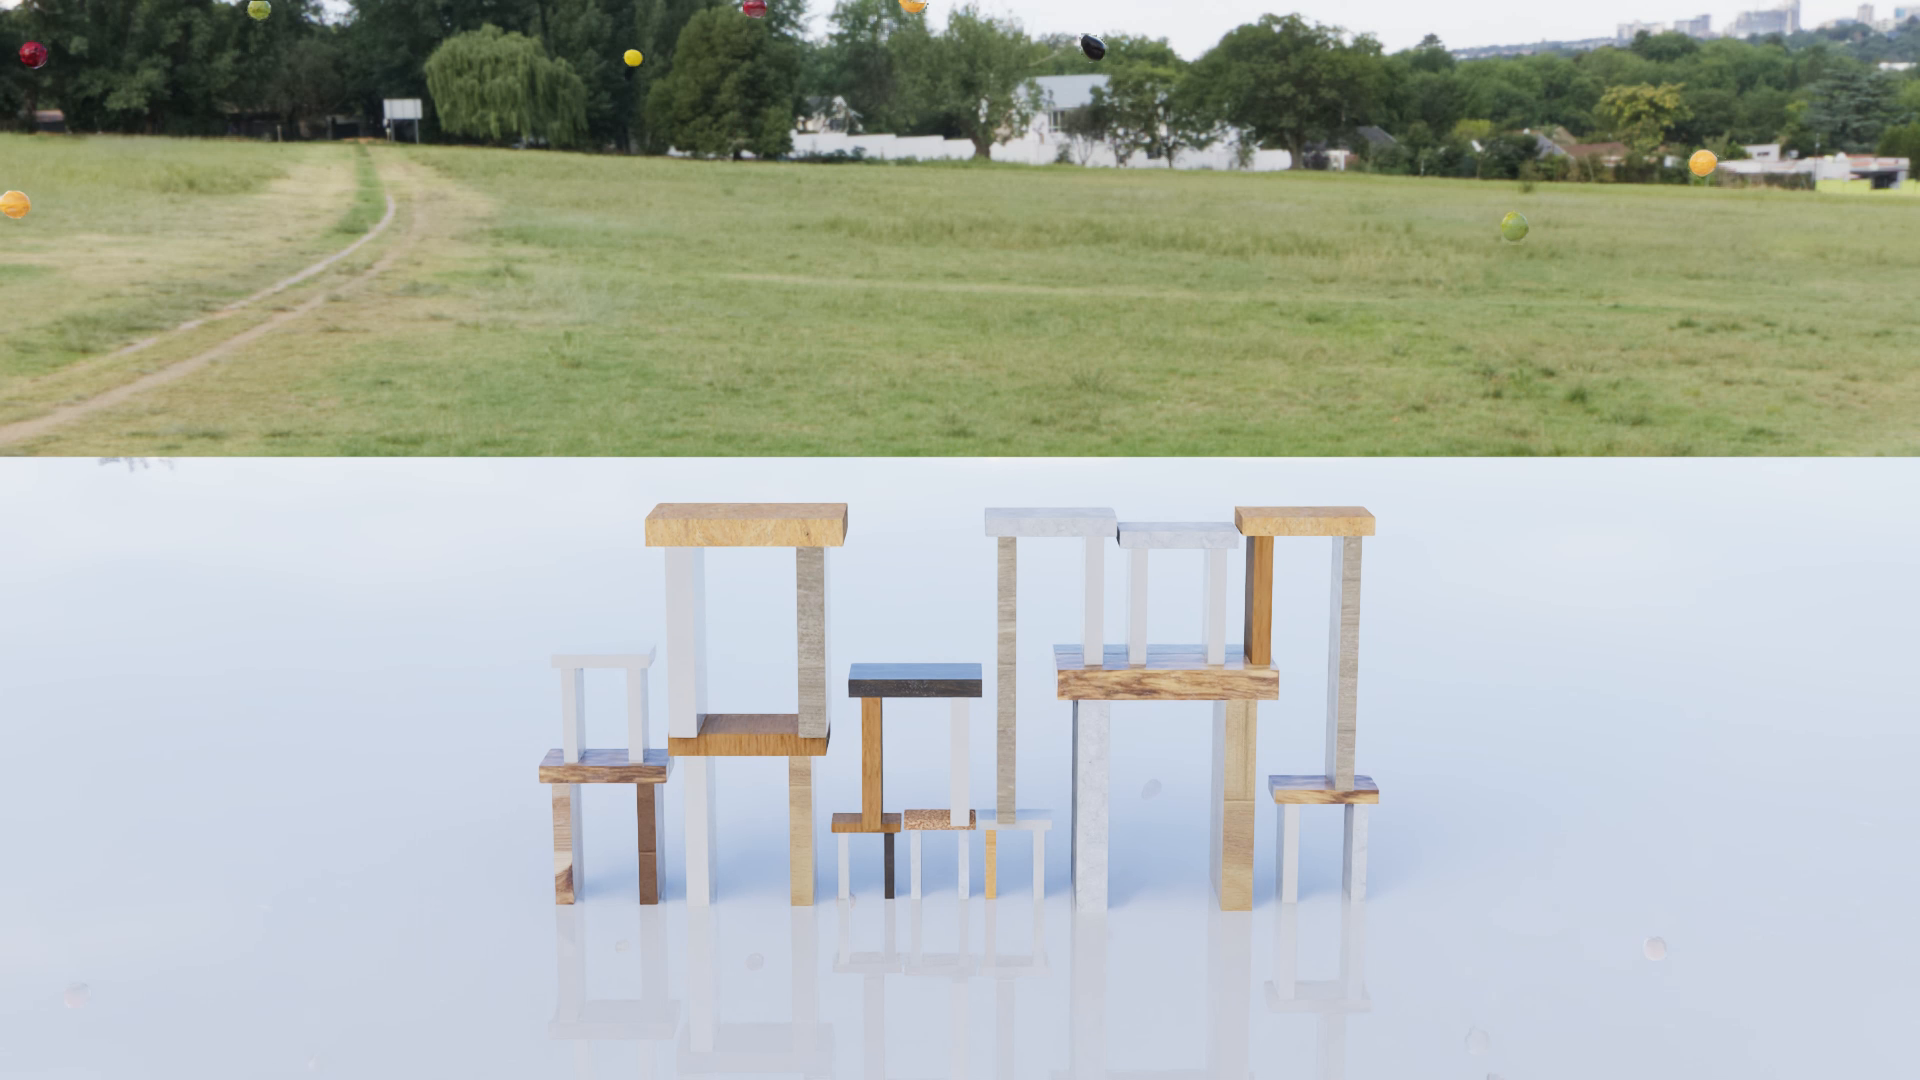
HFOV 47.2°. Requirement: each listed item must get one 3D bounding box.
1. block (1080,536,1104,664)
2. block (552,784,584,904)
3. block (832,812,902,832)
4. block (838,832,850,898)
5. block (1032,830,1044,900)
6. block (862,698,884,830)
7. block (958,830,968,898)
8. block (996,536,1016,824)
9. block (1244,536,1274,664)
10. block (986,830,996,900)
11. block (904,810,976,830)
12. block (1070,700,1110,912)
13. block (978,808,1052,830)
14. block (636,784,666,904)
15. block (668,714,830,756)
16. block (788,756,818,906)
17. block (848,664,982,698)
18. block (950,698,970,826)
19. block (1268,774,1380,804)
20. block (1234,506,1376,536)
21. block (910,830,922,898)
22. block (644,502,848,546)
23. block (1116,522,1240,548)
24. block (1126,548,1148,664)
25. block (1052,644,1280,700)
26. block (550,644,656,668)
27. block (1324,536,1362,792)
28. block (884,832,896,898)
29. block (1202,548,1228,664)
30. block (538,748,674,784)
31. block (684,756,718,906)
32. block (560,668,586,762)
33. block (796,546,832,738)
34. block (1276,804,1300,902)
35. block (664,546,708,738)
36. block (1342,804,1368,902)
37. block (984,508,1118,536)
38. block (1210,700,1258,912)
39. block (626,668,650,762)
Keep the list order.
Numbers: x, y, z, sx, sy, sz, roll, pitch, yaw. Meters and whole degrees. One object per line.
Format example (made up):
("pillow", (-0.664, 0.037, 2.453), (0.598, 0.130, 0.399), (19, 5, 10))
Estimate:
("block", (0.215, 0.088, 3.579), (0.030, 0.210, 0.105), (0, 11, 0))
("block", (-0.650, 0.488, 3.649), (0.029, 0.207, 0.104), (0, 11, 0))
("block", (-0.155, 0.469, 3.649), (0.114, 0.016, 0.057), (0, 11, 0))
("block", (-0.193, 0.533, 3.661), (0.016, 0.114, 0.057), (0, 11, 0))
("block", (0.131, 0.531, 3.661), (0.017, 0.120, 0.060), (0, 11, 0))
("block", (-0.144, 0.353, 3.623), (0.031, 0.221, 0.108), (0, 11, 0))
("block", (0.006, 0.531, 3.663), (0.017, 0.119, 0.059), (0, 11, 0))
("block", (0.076, 0.220, 3.603), (0.030, 0.478, 0.105), (0, 11, 0))
("block", (0.486, 0.088, 3.577), (0.030, 0.212, 0.106), (0, 11, 0))
("block", (0.051, 0.531, 3.661), (0.017, 0.120, 0.060), (0, 11, 0))
("block", (-0.033, 0.464, 3.650), (0.119, 0.017, 0.059), (0, 11, 0))
("block", (0.215, 0.415, 3.642), (0.050, 0.355, 0.177), (0, 11, 0))
("block", (0.091, 0.463, 3.648), (0.120, 0.017, 0.060), (0, 11, 0))
("block", (-0.512, 0.488, 3.649), (0.029, 0.207, 0.104), (0, 11, 0))
("block", (-0.345, 0.320, 3.623), (0.256, 0.036, 0.128), (0, 11, 0))
("block", (-0.260, 0.464, 3.650), (0.036, 0.256, 0.128), (0, 11, 0))
("block", (-0.072, 0.230, 3.600), (0.216, 0.031, 0.108), (0, 11, 0))
("block", (0.000, 0.351, 3.622), (0.031, 0.216, 0.108), (0, 11, 0))
("block", (0.600, 0.412, 3.635), (0.169, 0.024, 0.085), (0, 11, 0))
("block", (0.556, -0.031, 3.555), (0.212, 0.030, 0.106), (0, 11, 0))
("block", (-0.073, 0.531, 3.663), (0.017, 0.119, 0.059), (0, 11, 0))
("block", (-0.341, -0.025, 3.553), (0.312, 0.044, 0.156), (0, 11, 0))
("block", (0.350, -0.008, 3.558), (0.190, 0.027, 0.095), (0, 11, 0))
("block", (0.287, 0.099, 3.578), (0.027, 0.190, 0.095), (0, 11, 0))
("block", (0.333, 0.216, 3.605), (0.355, 0.050, 0.177), (0, 11, 0))
("block", (-0.582, 0.189, 3.599), (0.159, 0.023, 0.080), (0, 11, 0))
("block", (0.627, 0.192, 3.596), (0.030, 0.423, 0.106), (0, 11, 0))
("block", (-0.117, 0.533, 3.661), (0.016, 0.114, 0.057), (0, 11, 0))
("block", (0.414, 0.099, 3.578), (0.027, 0.190, 0.095), (0, 11, 0))
("block", (-0.581, 0.372, 3.627), (0.207, 0.029, 0.104), (0, 11, 0))
("block", (-0.430, 0.464, 3.650), (0.036, 0.256, 0.128), (0, 11, 0))
("block", (-0.635, 0.279, 3.616), (0.023, 0.159, 0.080), (0, 11, 0))
("block", (-0.237, 0.150, 3.585), (0.044, 0.312, 0.156), (0, 11, 0))
("block", (0.544, 0.507, 3.652), (0.024, 0.169, 0.085), (0, 11, 0))
("block", (-0.445, 0.150, 3.586), (0.044, 0.312, 0.156), (0, 11, 0))
("block", (0.656, 0.507, 3.652), (0.024, 0.169, 0.085), (0, 11, 0))
("block", (0.146, -0.029, 3.557), (0.210, 0.030, 0.105), (0, 11, 0))
("block", (0.451, 0.415, 3.642), (0.050, 0.355, 0.177), (0, 11, 0))
("block", (-0.529, 0.278, 3.616), (0.023, 0.159, 0.080), (0, 11, 0))
